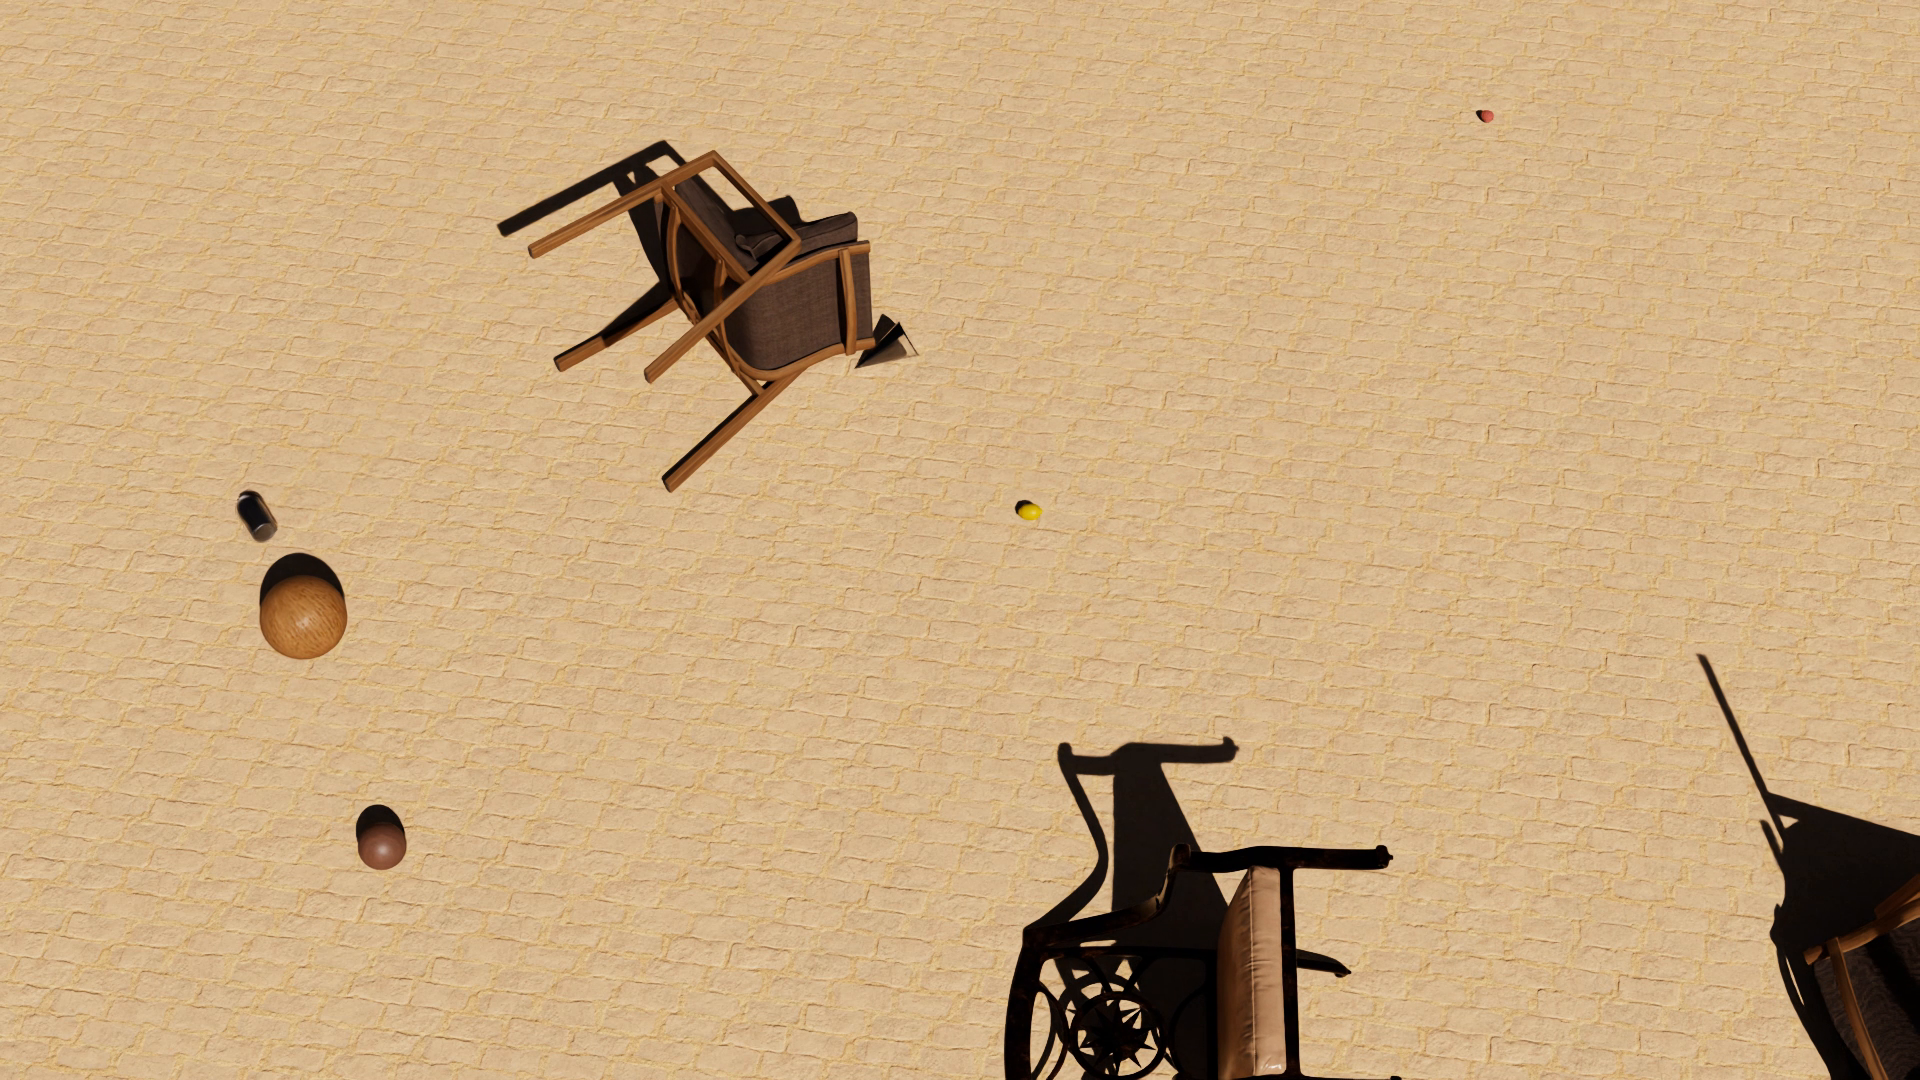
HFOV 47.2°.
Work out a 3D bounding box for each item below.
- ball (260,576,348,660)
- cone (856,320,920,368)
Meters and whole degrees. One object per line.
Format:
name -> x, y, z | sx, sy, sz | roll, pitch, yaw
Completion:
ball -> -1.875, 0.221, 6.280 | 0.242, 0.242, 0.242 | 0, 56, 0
cone -> -0.246, -0.587, 6.925 | 0.202, 0.152, 0.092 | -28, 47, 6
